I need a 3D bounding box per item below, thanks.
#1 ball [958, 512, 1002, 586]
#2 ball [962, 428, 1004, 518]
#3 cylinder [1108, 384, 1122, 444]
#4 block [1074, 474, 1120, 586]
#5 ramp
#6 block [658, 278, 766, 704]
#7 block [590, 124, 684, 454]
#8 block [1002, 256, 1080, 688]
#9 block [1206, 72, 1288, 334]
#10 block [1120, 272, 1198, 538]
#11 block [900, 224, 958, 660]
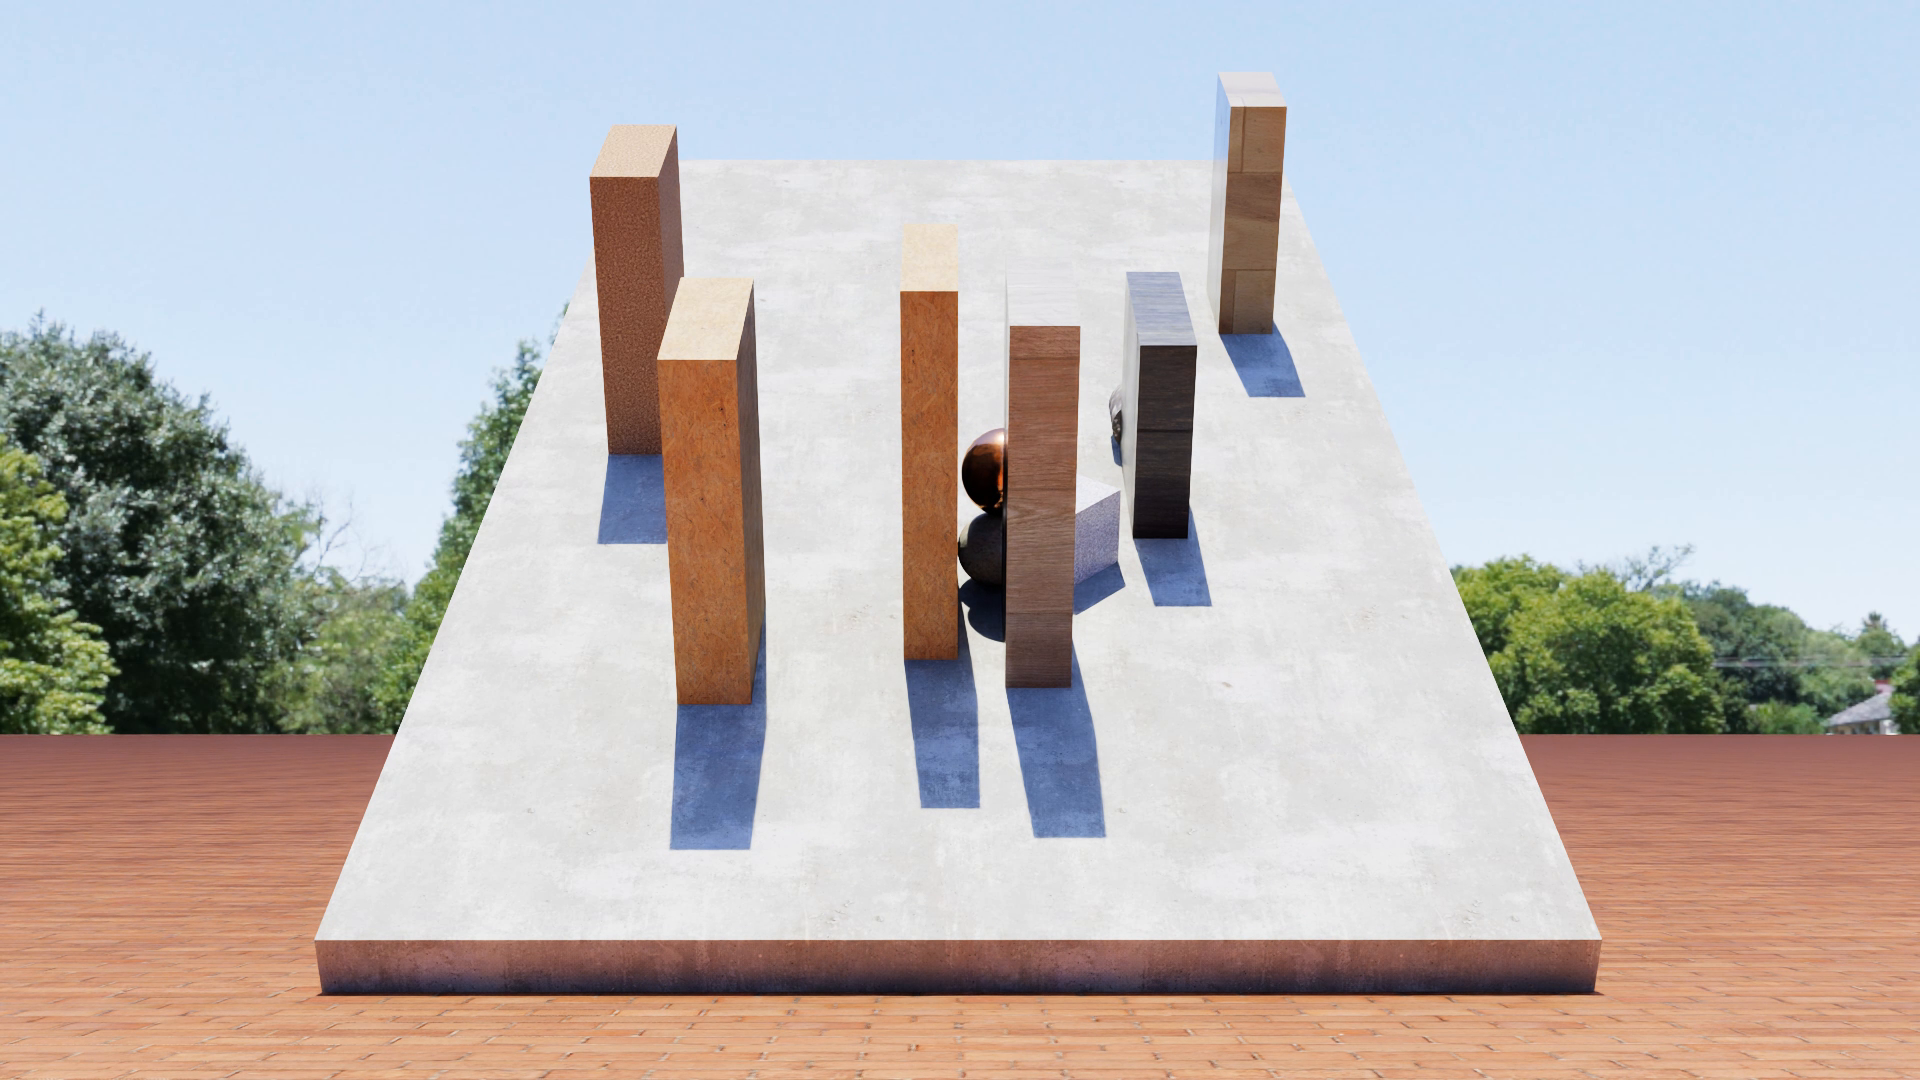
[{"bbox_3d":[0.069,0.017,4.713,0.149,0.149,0.149,0,-5,0],"label":"ball"},{"bbox_3d":[0.091,-0.133,4.655,0.177,0.177,0.177,0,-5,0],"label":"ball"},{"bbox_3d":[0.405,-0.280,5.334,0.130,0.130,0.130,0,27,0],"label":"cylinder"},{"bbox_3d":[0.210,-0.026,4.786,0.162,0.162,0.162,21,33,35],"label":"block"},{"bbox_3d":[-0.010,-0.228,5.483,2.000,0.100,4.000,0,27,0],"label":"ramp"},{"bbox_3d":[-0.448,-0.092,4.338,0.134,0.678,0.400,0,27,0],"label":"block"},{"bbox_3d":[-0.714,-0.566,5.322,0.146,0.646,0.383,0,27,0],"label":"block"},{"bbox_3d":[0.144,-0.125,4.365,0.122,0.715,0.349,0,27,0],"label":"block"},{"bbox_3d":[0.719,-0.851,5.966,0.136,0.587,0.308,0,27,0],"label":"block"},{"bbox_3d":[0.416,-0.292,5.017,0.115,0.433,0.427,0,27,0],"label":"block"},{"bbox_3d":[-0.056,-0.185,4.458,0.102,0.739,0.360,0,27,0],"label":"block"}]
